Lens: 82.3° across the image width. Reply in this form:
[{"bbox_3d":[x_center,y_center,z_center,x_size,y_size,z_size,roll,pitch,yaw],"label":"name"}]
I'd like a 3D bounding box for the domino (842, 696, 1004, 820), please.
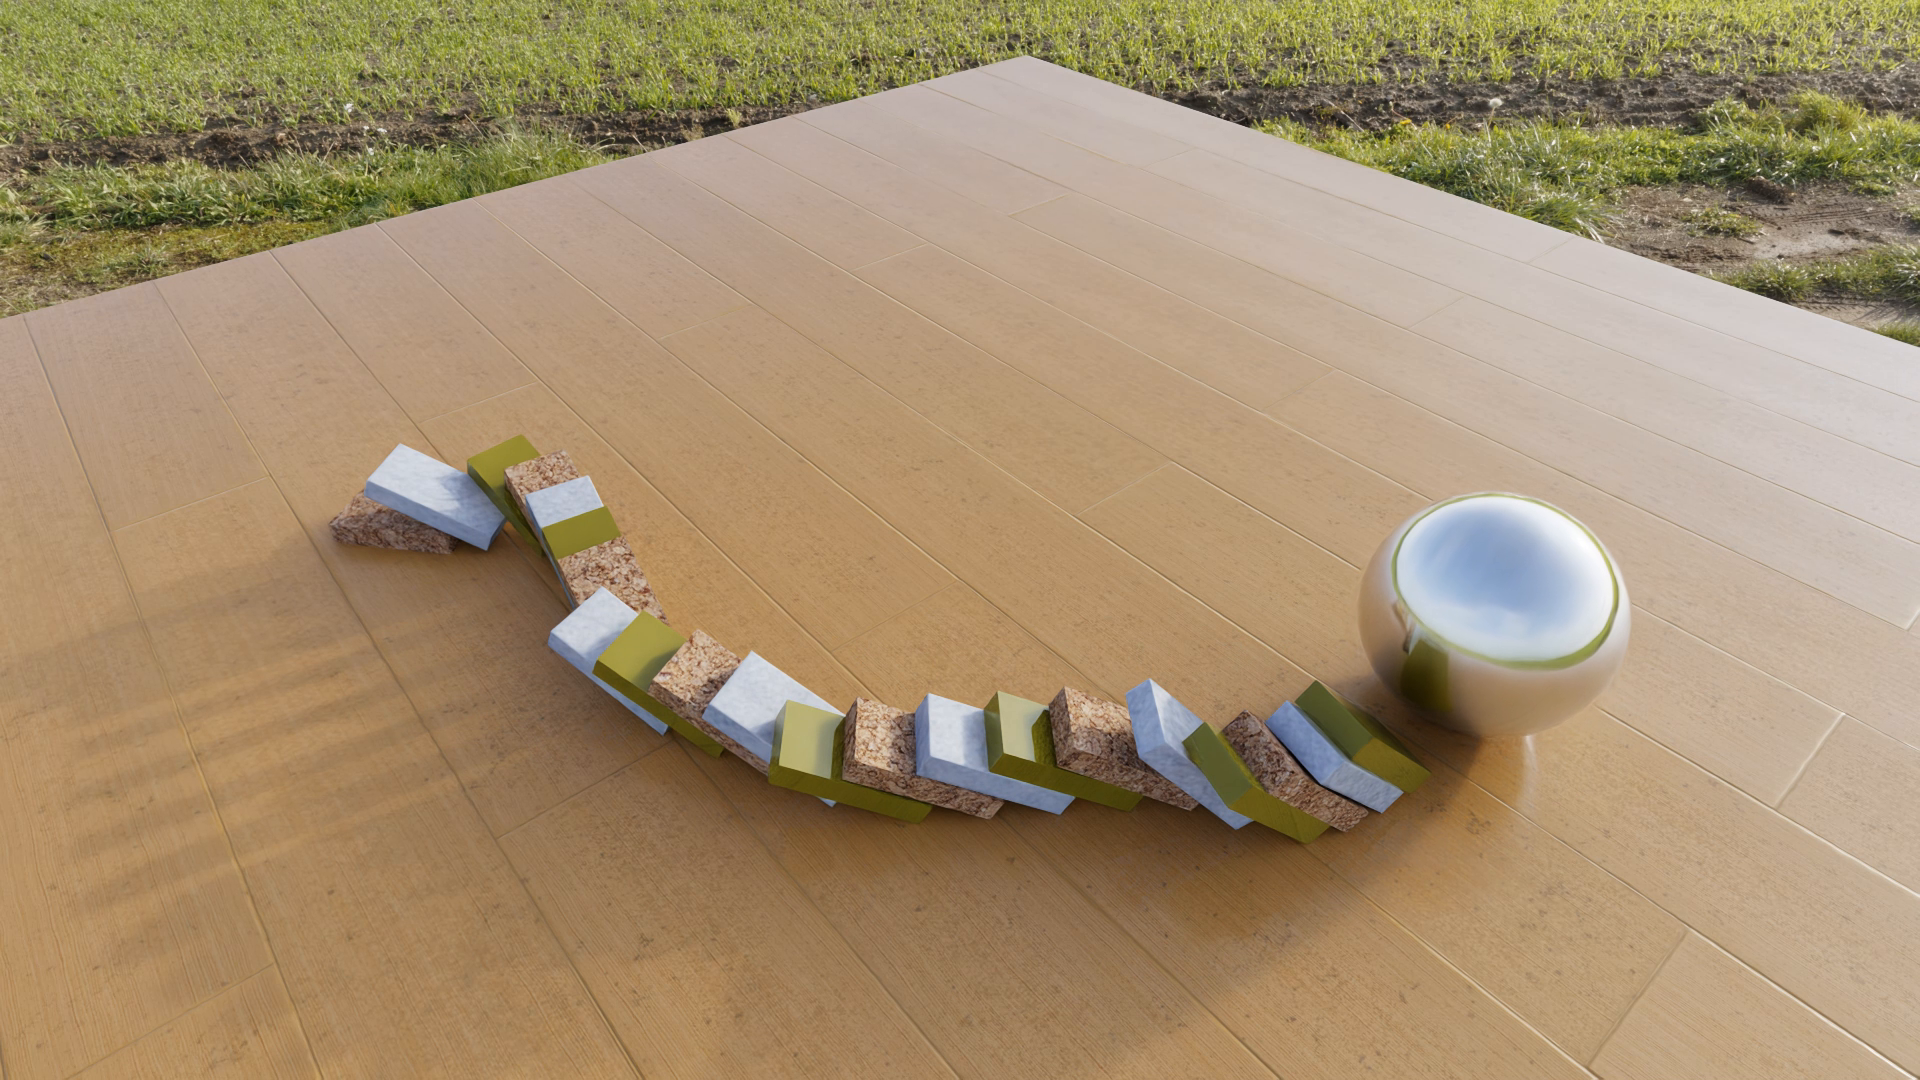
[{"bbox_3d":[-0.011,0.068,0.343,0.050,0.010,0.025,20,37,-19],"label":"domino"}]

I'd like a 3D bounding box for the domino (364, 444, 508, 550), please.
[{"bbox_3d":[-0.209,-0.017,0.444,0.050,0.010,0.025,26,39,-13],"label":"domino"}]

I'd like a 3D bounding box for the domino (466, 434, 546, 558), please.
[{"bbox_3d":[-0.175,-0.018,0.450,0.050,0.010,0.025,46,54,12],"label":"domino"}]

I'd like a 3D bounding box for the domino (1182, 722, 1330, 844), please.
[{"bbox_3d":[0.089,0.073,0.328,0.009,0.050,0.025,-47,42,14],"label":"domino"}]

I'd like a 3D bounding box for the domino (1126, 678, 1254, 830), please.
[{"bbox_3d":[0.071,0.066,0.337,0.010,0.050,0.025,-37,32,24],"label":"domino"}]

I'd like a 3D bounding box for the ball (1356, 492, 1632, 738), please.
[{"bbox_3d":[0.172,0.024,0.358,0.080,0.080,0.080,0,39,0],"label":"ball"}]

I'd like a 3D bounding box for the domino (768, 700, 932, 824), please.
[{"bbox_3d":[-0.033,0.069,0.342,0.050,0.009,0.025,20,38,-18],"label":"domino"}]

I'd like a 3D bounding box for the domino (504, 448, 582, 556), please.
[{"bbox_3d":[-0.158,-0.011,0.439,0.025,0.010,0.050,-26,73,-31],"label":"domino"}]

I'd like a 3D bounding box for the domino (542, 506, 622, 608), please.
[{"bbox_3d":[-0.134,0.014,0.410,0.025,0.010,0.050,-23,71,-26],"label":"domino"}]

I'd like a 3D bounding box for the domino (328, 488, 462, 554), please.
[{"bbox_3d":[-0.228,-0.008,0.453,0.050,0.010,0.025,5,40,6],"label":"domino"}]

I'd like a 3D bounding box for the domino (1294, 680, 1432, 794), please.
[{"bbox_3d":[0.126,0.062,0.342,0.009,0.050,0.025,-49,45,12],"label":"domino"}]

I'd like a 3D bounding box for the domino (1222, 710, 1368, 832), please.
[{"bbox_3d":[0.102,0.070,0.332,0.009,0.050,0.025,-47,42,14],"label":"domino"}]

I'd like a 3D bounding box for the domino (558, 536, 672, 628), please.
[{"bbox_3d":[-0.122,0.025,0.396,0.025,0.009,0.050,-24,72,-26],"label":"domino"}]

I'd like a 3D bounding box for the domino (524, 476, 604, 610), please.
[{"bbox_3d":[-0.146,0.001,0.424,0.025,0.010,0.050,-22,71,-27],"label":"domino"}]

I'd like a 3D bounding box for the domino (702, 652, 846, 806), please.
[{"bbox_3d":[-0.054,0.060,0.353,0.050,0.010,0.025,35,45,-1],"label":"domino"}]

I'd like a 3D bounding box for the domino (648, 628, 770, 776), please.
[{"bbox_3d":[-0.074,0.054,0.361,0.050,0.010,0.025,35,45,-1],"label":"domino"}]

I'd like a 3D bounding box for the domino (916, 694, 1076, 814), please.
[{"bbox_3d":[0.011,0.067,0.344,0.050,0.010,0.025,20,36,-19],"label":"domino"}]

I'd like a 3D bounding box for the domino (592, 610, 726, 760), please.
[{"bbox_3d":[-0.094,0.048,0.367,0.050,0.010,0.025,35,46,-1],"label":"domino"}]

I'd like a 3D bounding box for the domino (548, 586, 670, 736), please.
[{"bbox_3d":[-0.112,0.041,0.376,0.050,0.010,0.025,38,48,2],"label":"domino"}]

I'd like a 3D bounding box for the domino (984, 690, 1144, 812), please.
[{"bbox_3d":[0.033,0.066,0.346,0.050,0.010,0.025,20,35,-18],"label":"domino"}]

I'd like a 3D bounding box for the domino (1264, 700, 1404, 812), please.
[{"bbox_3d":[0.115,0.067,0.336,0.009,0.050,0.025,-49,46,12],"label":"domino"}]

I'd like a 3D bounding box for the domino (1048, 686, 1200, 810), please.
[{"bbox_3d":[0.053,0.065,0.345,0.050,0.010,0.025,22,35,-20],"label":"domino"}]
